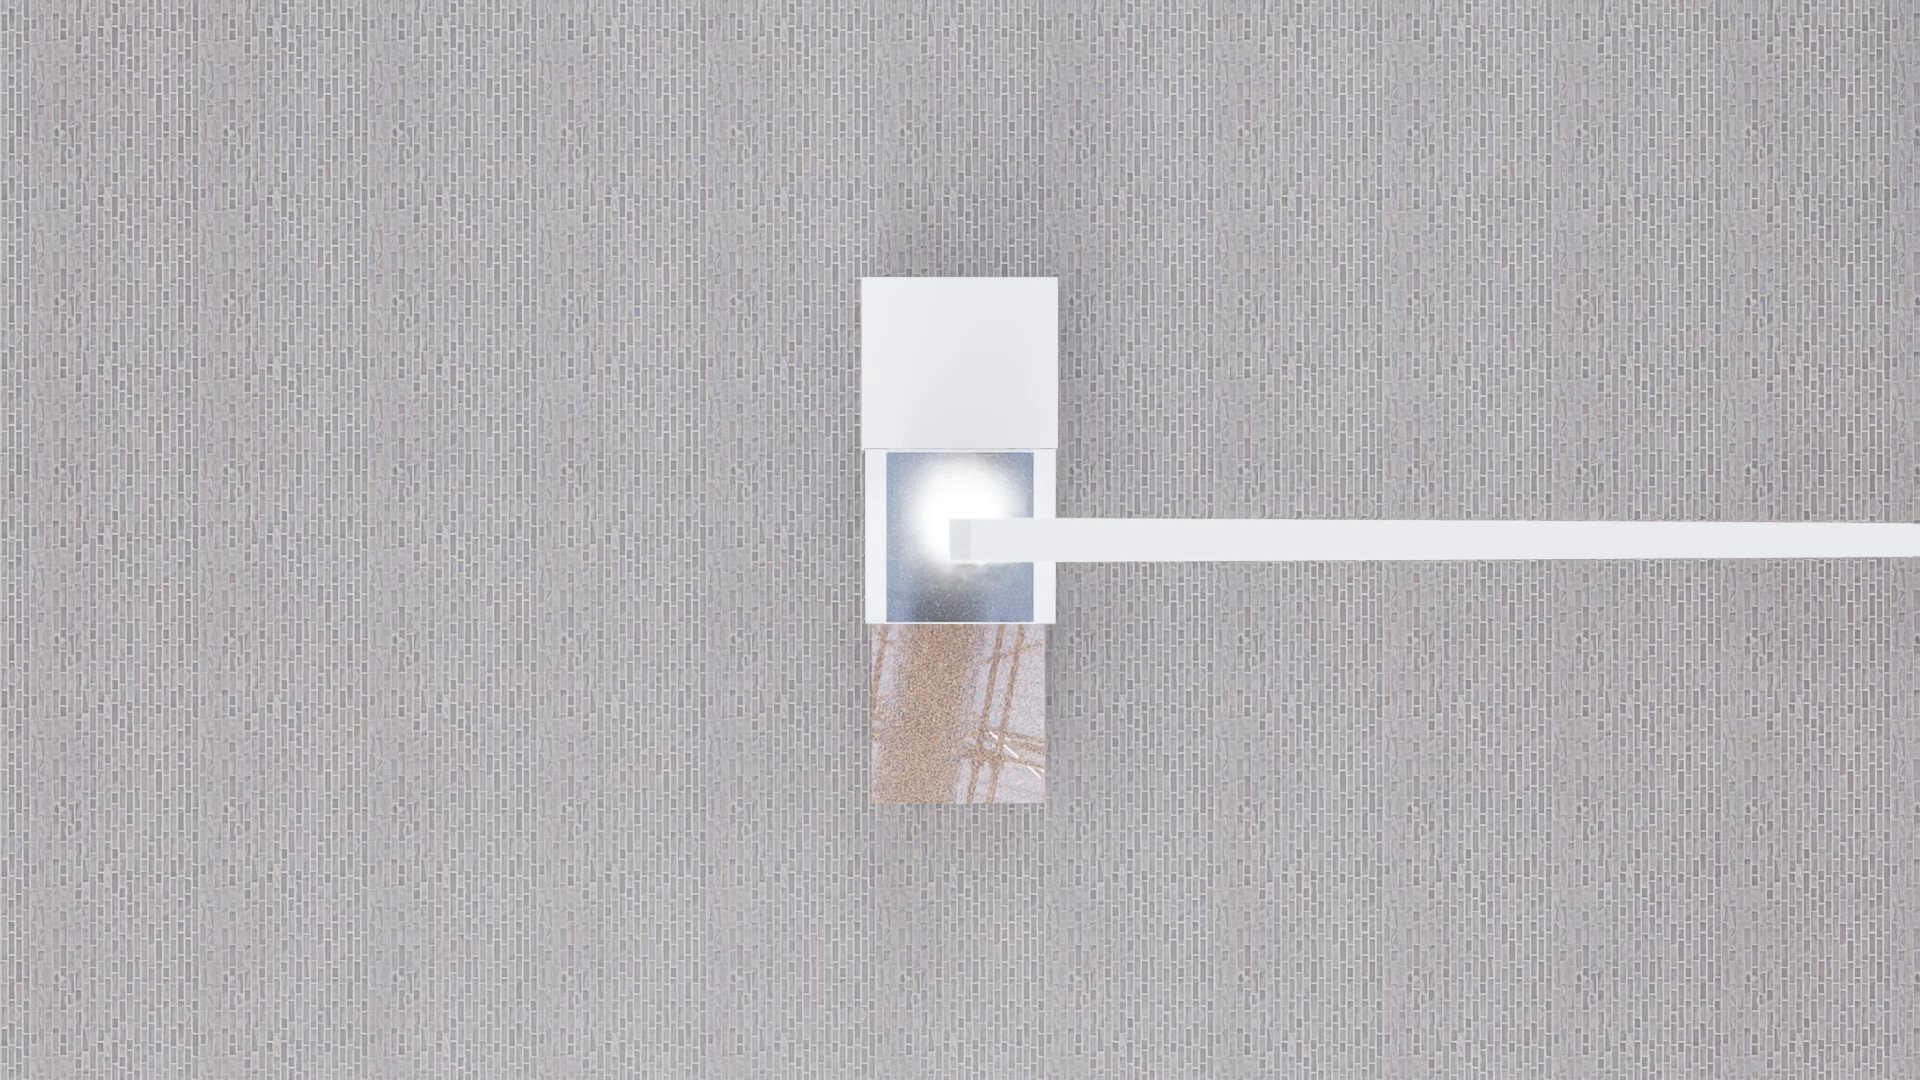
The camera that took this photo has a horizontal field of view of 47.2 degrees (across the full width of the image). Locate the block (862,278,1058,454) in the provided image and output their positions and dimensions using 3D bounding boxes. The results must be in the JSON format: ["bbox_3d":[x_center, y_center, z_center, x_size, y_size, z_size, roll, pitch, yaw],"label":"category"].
[{"bbox_3d":[-0.001,-0.958,12.489,1.067,1.022,0.944,0,90,0],"label":"block"}]

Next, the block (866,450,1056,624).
[{"bbox_3d":[0.002,-0.016,8.885,0.740,0.616,0.678,0,90,0],"label":"block"}]

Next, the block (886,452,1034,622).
[{"bbox_3d":[0.000,-0.012,8.267,0.533,0.620,0.616,0,90,0],"label":"block"}]

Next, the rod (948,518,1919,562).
[{"bbox_3d":[2.234,0.000,5.303,5.200,0.080,0.080,0,90,-31],"label":"rod"}]

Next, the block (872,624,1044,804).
[{"bbox_3d":[-0.010,0.916,12.480,0.940,1.040,1.030,0,90,0],"label":"block"}]
